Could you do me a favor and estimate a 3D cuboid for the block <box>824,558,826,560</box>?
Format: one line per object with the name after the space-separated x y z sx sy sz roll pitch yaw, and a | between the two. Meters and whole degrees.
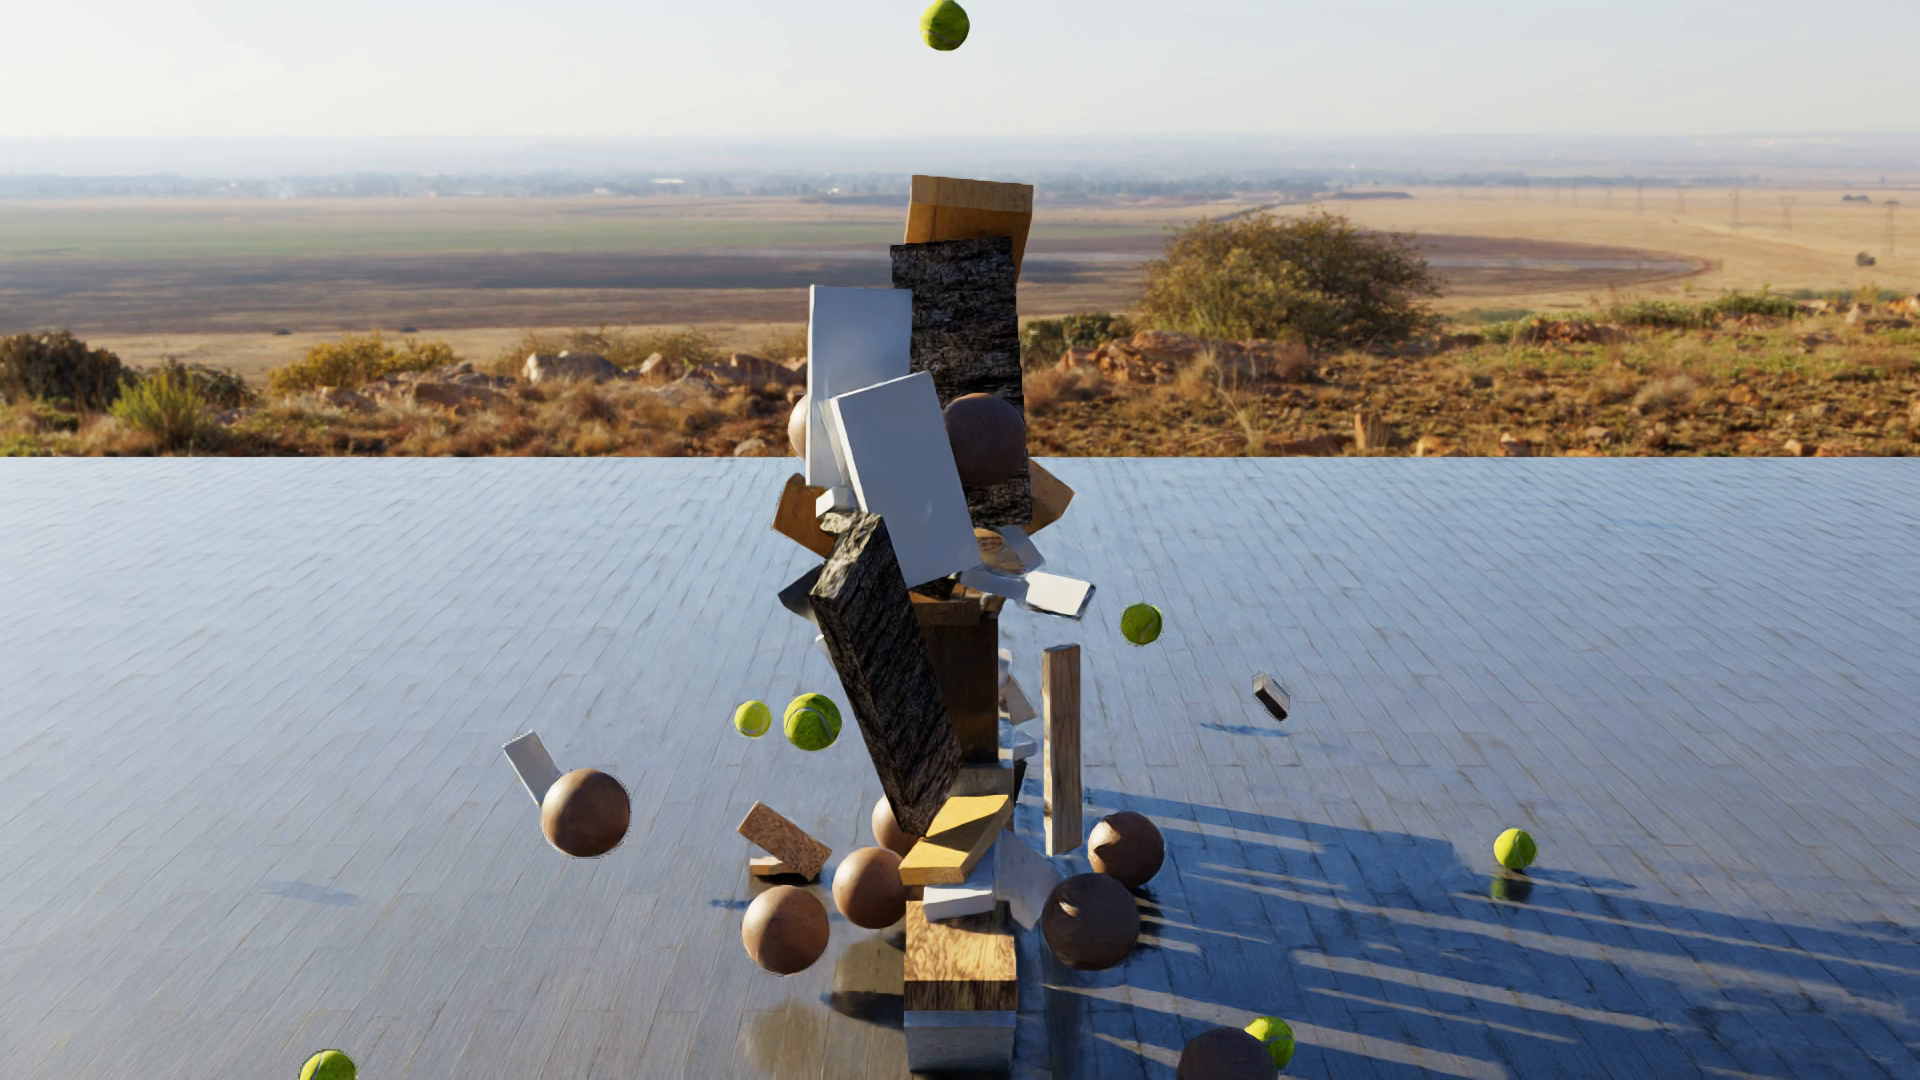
-0.187 0.003 3.810 0.116 0.058 0.016 -37 63 -25 | block

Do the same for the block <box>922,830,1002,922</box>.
0.005 0.440 2.971 0.092 0.026 0.221 -11 20 7 | block

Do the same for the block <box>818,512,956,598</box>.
-0.099 0.021 3.033 0.094 0.027 0.187 10 -20 46 | block

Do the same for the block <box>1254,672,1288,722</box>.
0.520 0.261 3.672 0.018 0.063 0.126 -42 1 12 | block

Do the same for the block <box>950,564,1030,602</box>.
0.039 0.054 3.063 0.094 0.027 0.187 16 2 -5 | block

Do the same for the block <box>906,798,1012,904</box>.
-0.001 0.512 3.240 0.154 0.309 0.044 0 14 0 | block

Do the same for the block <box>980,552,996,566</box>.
0.002 0.037 3.234 0.078 0.022 0.156 3 -8 -7 | block

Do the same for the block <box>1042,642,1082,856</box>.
0.167 0.343 3.596 0.063 0.359 0.018 -14 22 -34 | block

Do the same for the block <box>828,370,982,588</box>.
-0.071 -0.077 2.915 0.134 0.267 0.038 -18 9 -16 | block

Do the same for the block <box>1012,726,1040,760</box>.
0.035 0.353 3.762 0.191 0.027 0.095 -8 27 -45 | block

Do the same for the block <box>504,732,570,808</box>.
-0.732 0.396 3.799 0.061 0.121 0.017 -28 -19 -23 | block

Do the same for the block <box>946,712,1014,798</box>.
0.000 0.320 3.299 0.154 0.044 0.309 0 10 0 | block

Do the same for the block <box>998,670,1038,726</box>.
0.078 0.267 3.786 0.062 0.123 0.017 -23 30 19 | block

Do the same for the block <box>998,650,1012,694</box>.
0.051 0.220 3.701 0.062 0.017 0.123 3 25 5 | block

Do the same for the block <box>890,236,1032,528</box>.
0.002 -0.225 3.197 0.175 0.416 0.050 -4 0 -1 | block

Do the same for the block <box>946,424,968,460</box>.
-0.031 -0.123 3.131 0.014 0.048 0.095 -37 7 43 | block

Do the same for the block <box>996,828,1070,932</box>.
0.054 0.454 3.081 0.185 0.092 0.026 37 -6 13 | block

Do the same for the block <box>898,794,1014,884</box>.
-0.004 0.406 2.985 0.092 0.026 0.185 -6 22 26 | block

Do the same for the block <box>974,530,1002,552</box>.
0.011 0.000 3.192 0.078 0.022 0.156 0 4 -7 | block

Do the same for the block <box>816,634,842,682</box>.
-0.132 0.292 3.916 0.094 0.332 0.027 -31 12 2 | block

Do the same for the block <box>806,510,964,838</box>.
-0.088 0.183 2.826 0.038 0.524 0.134 13 55 24 | block

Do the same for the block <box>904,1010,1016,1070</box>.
-0.001 0.643 2.860 0.138 0.039 0.276 0 -25 0 | block

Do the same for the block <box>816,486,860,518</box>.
-0.141 -0.049 3.044 0.094 0.027 0.187 4 -5 -11 | block

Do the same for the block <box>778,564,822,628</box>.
-0.238 0.102 3.844 0.094 0.027 0.187 -35 -24 8 | block

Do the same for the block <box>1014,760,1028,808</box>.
0.054 0.450 3.845 0.027 0.191 0.095 -8 31 -42 | block

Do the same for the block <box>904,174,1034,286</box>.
0.001 -0.420 3.320 0.175 0.050 0.350 4 -27 -4 | block

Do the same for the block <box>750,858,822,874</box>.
-0.300 0.558 3.771 0.121 0.017 0.061 -1 2 -6 | block

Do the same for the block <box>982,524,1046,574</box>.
0.052 0.005 3.378 0.030 0.107 0.213 -39 8 -16 | block

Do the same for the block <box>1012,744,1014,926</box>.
0.006 0.475 3.440 0.154 0.309 0.044 0 13 -1 | block

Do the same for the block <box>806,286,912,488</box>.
-0.137 -0.205 2.969 0.134 0.267 0.038 1 1 -11 | block

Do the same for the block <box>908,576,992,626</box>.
-0.019 0.083 3.140 0.111 0.031 0.222 1 10 5 | block

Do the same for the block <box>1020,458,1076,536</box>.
-0.010 -0.133 3.363 0.350 0.050 0.175 36 -27 -12 | block

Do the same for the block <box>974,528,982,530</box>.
-0.036 0.004 3.383 0.107 0.030 0.213 4 -15 -9 | block

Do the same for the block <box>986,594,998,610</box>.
0.001 0.188 3.284 0.111 0.222 0.031 0 25 1 | block

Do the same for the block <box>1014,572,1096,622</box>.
0.155 0.091 3.601 0.126 0.063 0.018 11 -24 40 | block

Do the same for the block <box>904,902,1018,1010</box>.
-0.001 0.530 2.822 0.138 0.039 0.276 0 11 -1 | block

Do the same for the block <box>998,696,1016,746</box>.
0.054 0.302 3.696 0.062 0.123 0.017 19 51 28 | block

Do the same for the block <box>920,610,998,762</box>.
0.000 0.211 3.152 0.111 0.222 0.031 0 19 2 | block

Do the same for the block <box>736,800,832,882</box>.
-0.297 0.510 3.726 0.152 0.061 0.017 35 7 -4 | block

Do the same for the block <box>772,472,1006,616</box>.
-0.121 0.034 3.691 0.417 0.107 0.030 30 37 11 | block
